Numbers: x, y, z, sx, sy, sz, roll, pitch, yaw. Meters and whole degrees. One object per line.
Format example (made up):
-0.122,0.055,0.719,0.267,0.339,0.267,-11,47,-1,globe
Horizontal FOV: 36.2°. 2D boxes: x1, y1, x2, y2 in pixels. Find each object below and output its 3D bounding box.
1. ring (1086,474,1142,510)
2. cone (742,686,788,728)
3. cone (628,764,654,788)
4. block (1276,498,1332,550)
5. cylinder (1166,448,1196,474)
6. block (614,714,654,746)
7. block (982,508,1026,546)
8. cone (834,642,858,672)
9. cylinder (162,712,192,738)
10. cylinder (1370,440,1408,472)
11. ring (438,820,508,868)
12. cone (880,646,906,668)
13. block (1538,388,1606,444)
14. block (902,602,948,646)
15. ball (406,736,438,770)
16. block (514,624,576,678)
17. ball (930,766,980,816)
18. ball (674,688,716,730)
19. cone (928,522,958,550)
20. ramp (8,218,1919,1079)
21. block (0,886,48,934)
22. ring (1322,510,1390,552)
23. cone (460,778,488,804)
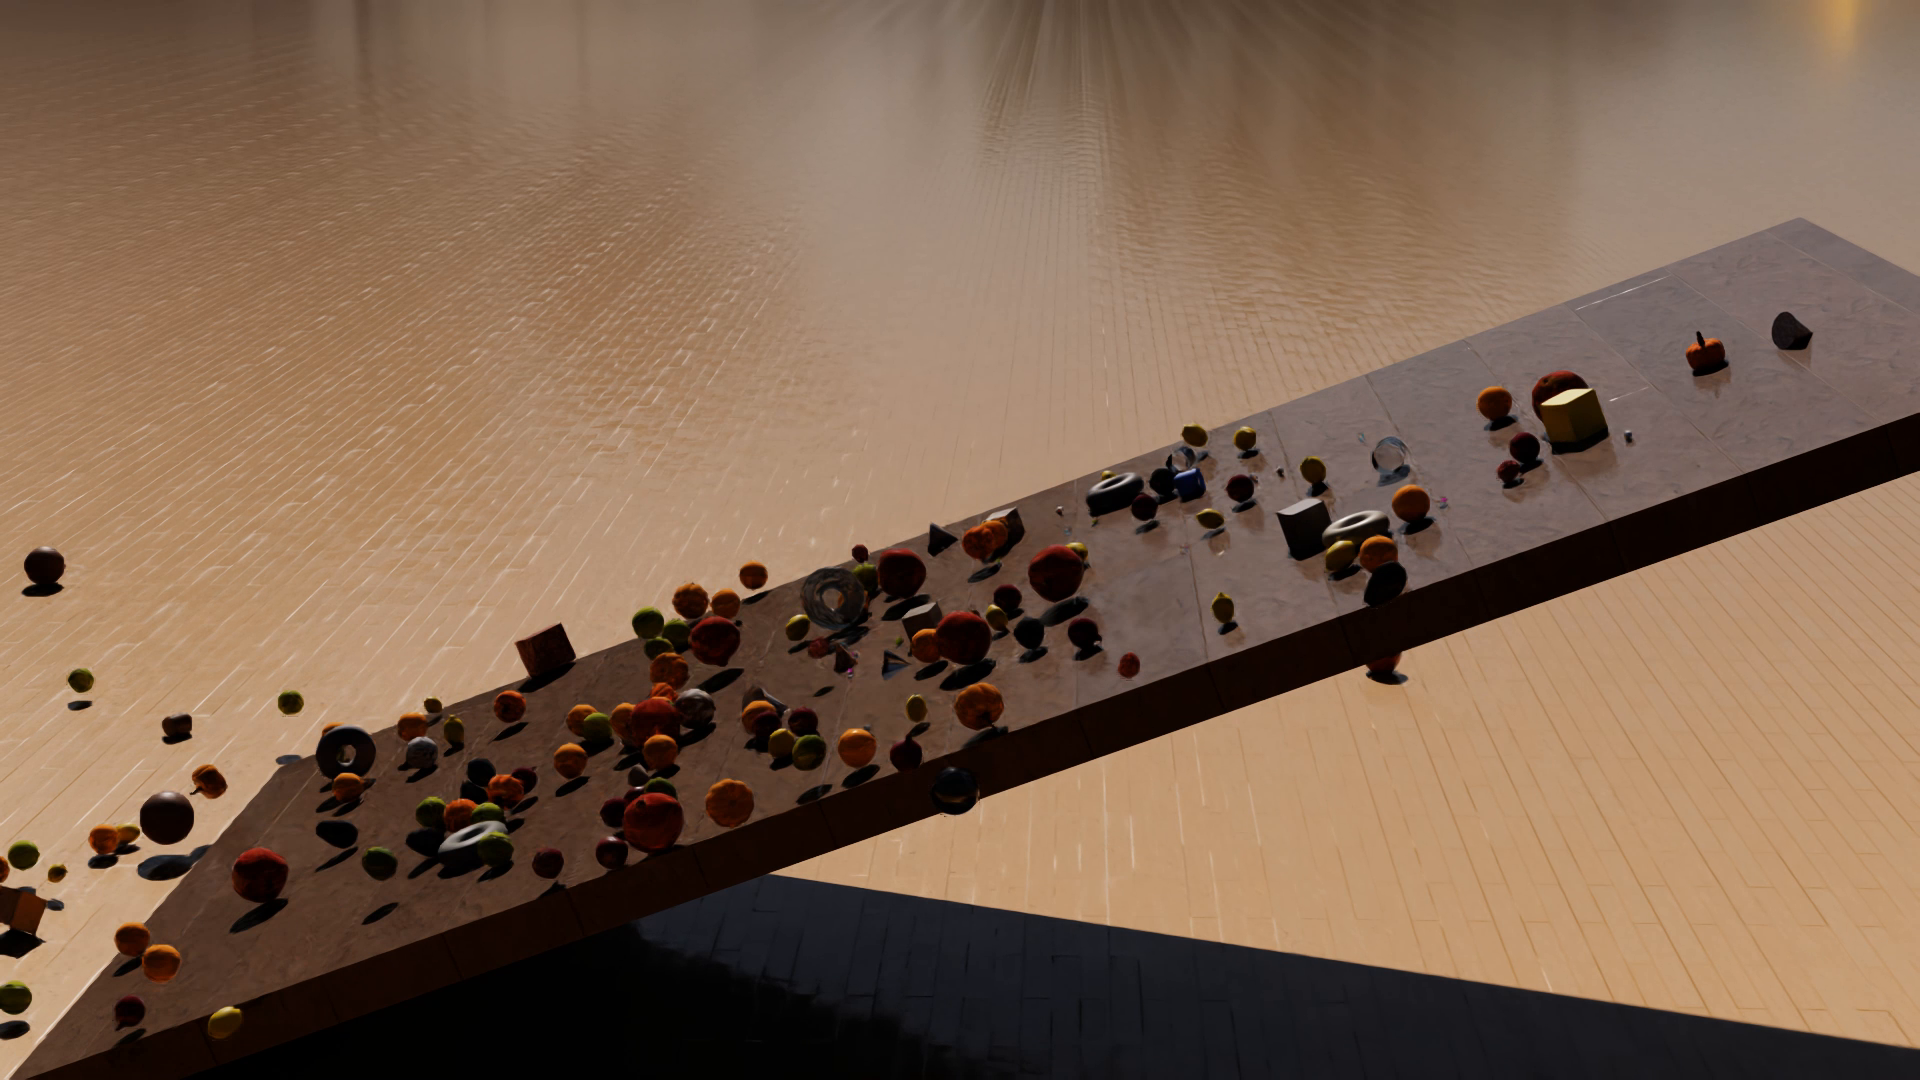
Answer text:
0.358,-0.113,6.823,0.141,0.047,0.141,-22,11,5,ring
-0.388,0.345,6.067,0.089,0.089,0.089,4,8,-38,cone
-0.633,0.481,5.922,0.051,0.051,0.051,16,19,26,cone
0.683,-0.032,5.808,0.073,0.073,0.073,-24,12,-15,block
0.515,-0.184,6.847,0.054,0.054,0.054,7,13,26,cylinder
-0.696,0.408,6.300,0.052,0.052,0.052,-29,14,-35,block
0.102,-0.030,6.857,0.063,0.063,0.063,-14,14,32,block
-0.252,0.243,6.255,0.056,0.056,0.056,-20,12,4,cone
-2.148,0.507,8.073,0.057,0.057,0.057,10,16,36,cylinder
0.891,-0.175,6.106,0.066,0.066,0.066,4,6,18,cylinder
-0.974,0.608,5.885,0.147,0.049,0.147,-20,13,5,ring
-0.130,0.253,6.068,0.055,0.055,0.055,27,18,8,cone
1.213,-0.246,5.826,0.081,0.081,0.081,-27,13,-26,block
-0.075,0.178,6.215,0.065,0.065,0.065,-17,12,21,block
-1.249,0.494,6.824,0.076,0.076,0.076,0,13,0,ball
-1.039,0.277,7.369,0.096,0.096,0.096,-27,6,-32,block
-0.009,0.449,5.258,0.088,0.088,0.088,0,13,0,ball
-0.560,0.357,6.203,0.086,0.086,0.086,0,13,0,ball
-0.037,-0.005,7.067,0.071,0.071,0.071,6,13,-1,cone
0.118,0.176,6.295,4.000,0.100,2.000,-20,12,7,ramp
-2.111,0.828,6.581,0.080,0.080,0.080,7,-19,31,block
0.763,-0.018,5.672,0.136,0.045,0.136,-21,10,4,ring
-1.050,0.545,6.364,0.059,0.059,0.059,4,12,-10,cone
